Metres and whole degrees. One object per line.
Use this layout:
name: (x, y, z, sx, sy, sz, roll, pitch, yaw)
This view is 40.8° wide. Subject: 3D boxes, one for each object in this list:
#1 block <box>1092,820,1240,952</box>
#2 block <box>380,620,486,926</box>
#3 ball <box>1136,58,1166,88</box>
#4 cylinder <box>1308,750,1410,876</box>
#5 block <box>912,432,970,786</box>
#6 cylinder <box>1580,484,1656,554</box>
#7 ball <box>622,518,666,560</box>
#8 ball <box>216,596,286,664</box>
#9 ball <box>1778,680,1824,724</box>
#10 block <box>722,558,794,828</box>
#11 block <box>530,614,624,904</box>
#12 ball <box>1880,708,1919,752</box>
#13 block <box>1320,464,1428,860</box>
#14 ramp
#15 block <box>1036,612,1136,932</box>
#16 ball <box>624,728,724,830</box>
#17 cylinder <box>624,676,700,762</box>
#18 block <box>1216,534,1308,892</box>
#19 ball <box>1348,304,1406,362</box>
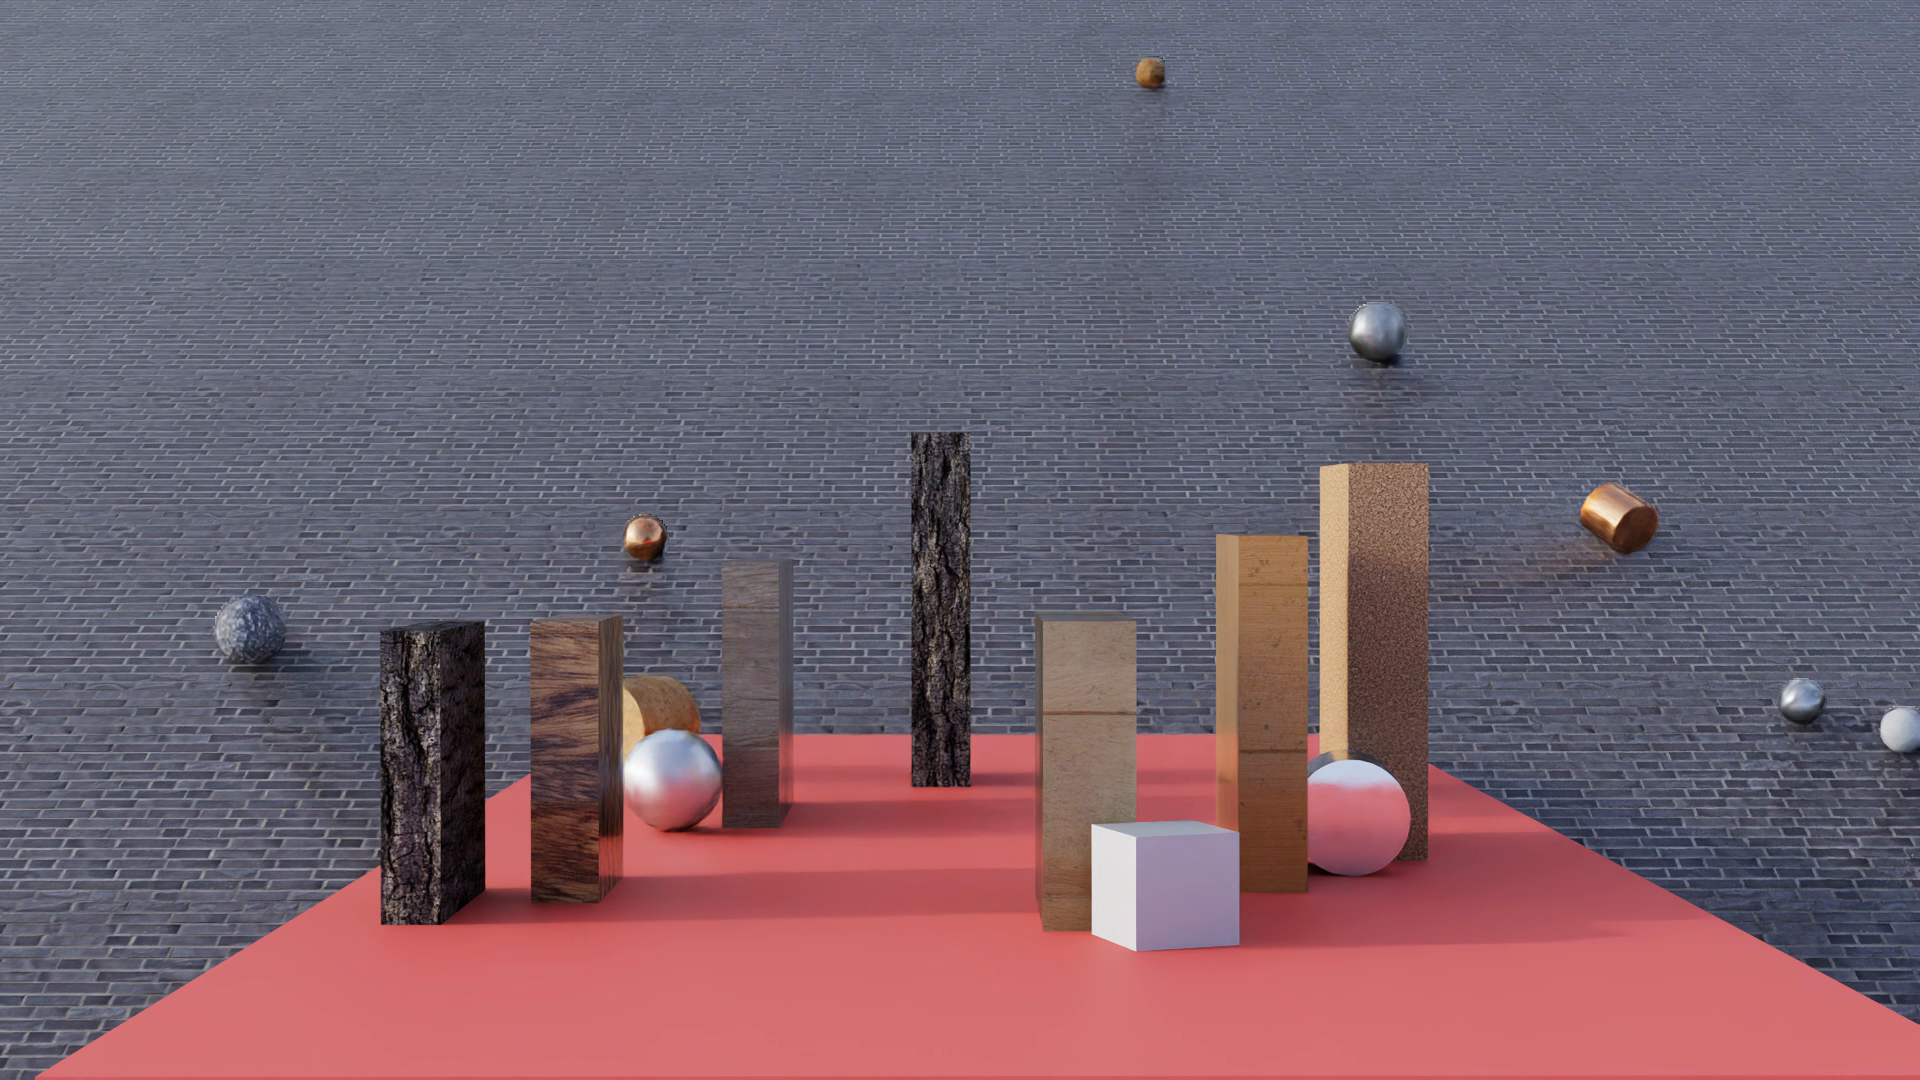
block: (0.273, 0.458, 3.446, 0.148, 0.148, 0.148, 0, 1, -20)
block: (-0.759, 0.327, 3.736, 0.083, 0.406, 0.338, 0, 1, 0)
ball: (0.843, -2.067, 11.446, 0.133, 0.133, 0.133, 0, 28, 0)
cylinder: (0.620, 0.434, 4.129, 0.183, 0.183, 0.183, 3, 1, 6)
block: (-0.040, 0.143, 5.493, 0.123, 0.735, 0.277, 0, 1, 0)
cylinder: (1.958, -0.064, 7.682, 0.157, 0.157, 0.157, -12, 31, -22)
ball: (-0.928, -0.004, 7.602, 0.127, 0.127, 0.127, 0, 28, 0)
ball: (-1.941, 0.248, 7.069, 0.185, 0.185, 0.185, 0, 28, 0)
ball: (2.216, 0.428, 6.808, 0.115, 0.115, 0.115, 0, 28, 0)
block: (-0.378, 0.278, 4.861, 0.103, 0.479, 0.407, 0, 1, 0)
block: (-0.576, 0.323, 3.903, 0.099, 0.411, 0.276, 0, 1, 0)
ball: (2.441, 0.492, 6.686, 0.117, 0.117, 0.117, 0, 28, 0)
block: (0.699, 0.197, 4.382, 0.131, 0.650, 0.331, 0, 1, 0)
ramp: (0.063, 0.570, 4.611, 2.000, 0.100, 4.000, 0, 1, 0)
block: (0.176, 0.319, 3.686, 0.127, 0.421, 0.348, 0, 1, 0)
ball: (-0.514, 0.429, 4.625, 0.182, 0.182, 0.182, 0, 28, 0)
cylinder: (-0.711, 0.405, 5.621, 0.209, 0.209, 0.209, 16, 8, 28)
block: (0.469, 0.259, 4.037, 0.104, 0.534, 0.335, 0, 1, 0)
ball: (1.427, -0.709, 8.844, 0.197, 0.197, 0.197, 0, 28, 0)
